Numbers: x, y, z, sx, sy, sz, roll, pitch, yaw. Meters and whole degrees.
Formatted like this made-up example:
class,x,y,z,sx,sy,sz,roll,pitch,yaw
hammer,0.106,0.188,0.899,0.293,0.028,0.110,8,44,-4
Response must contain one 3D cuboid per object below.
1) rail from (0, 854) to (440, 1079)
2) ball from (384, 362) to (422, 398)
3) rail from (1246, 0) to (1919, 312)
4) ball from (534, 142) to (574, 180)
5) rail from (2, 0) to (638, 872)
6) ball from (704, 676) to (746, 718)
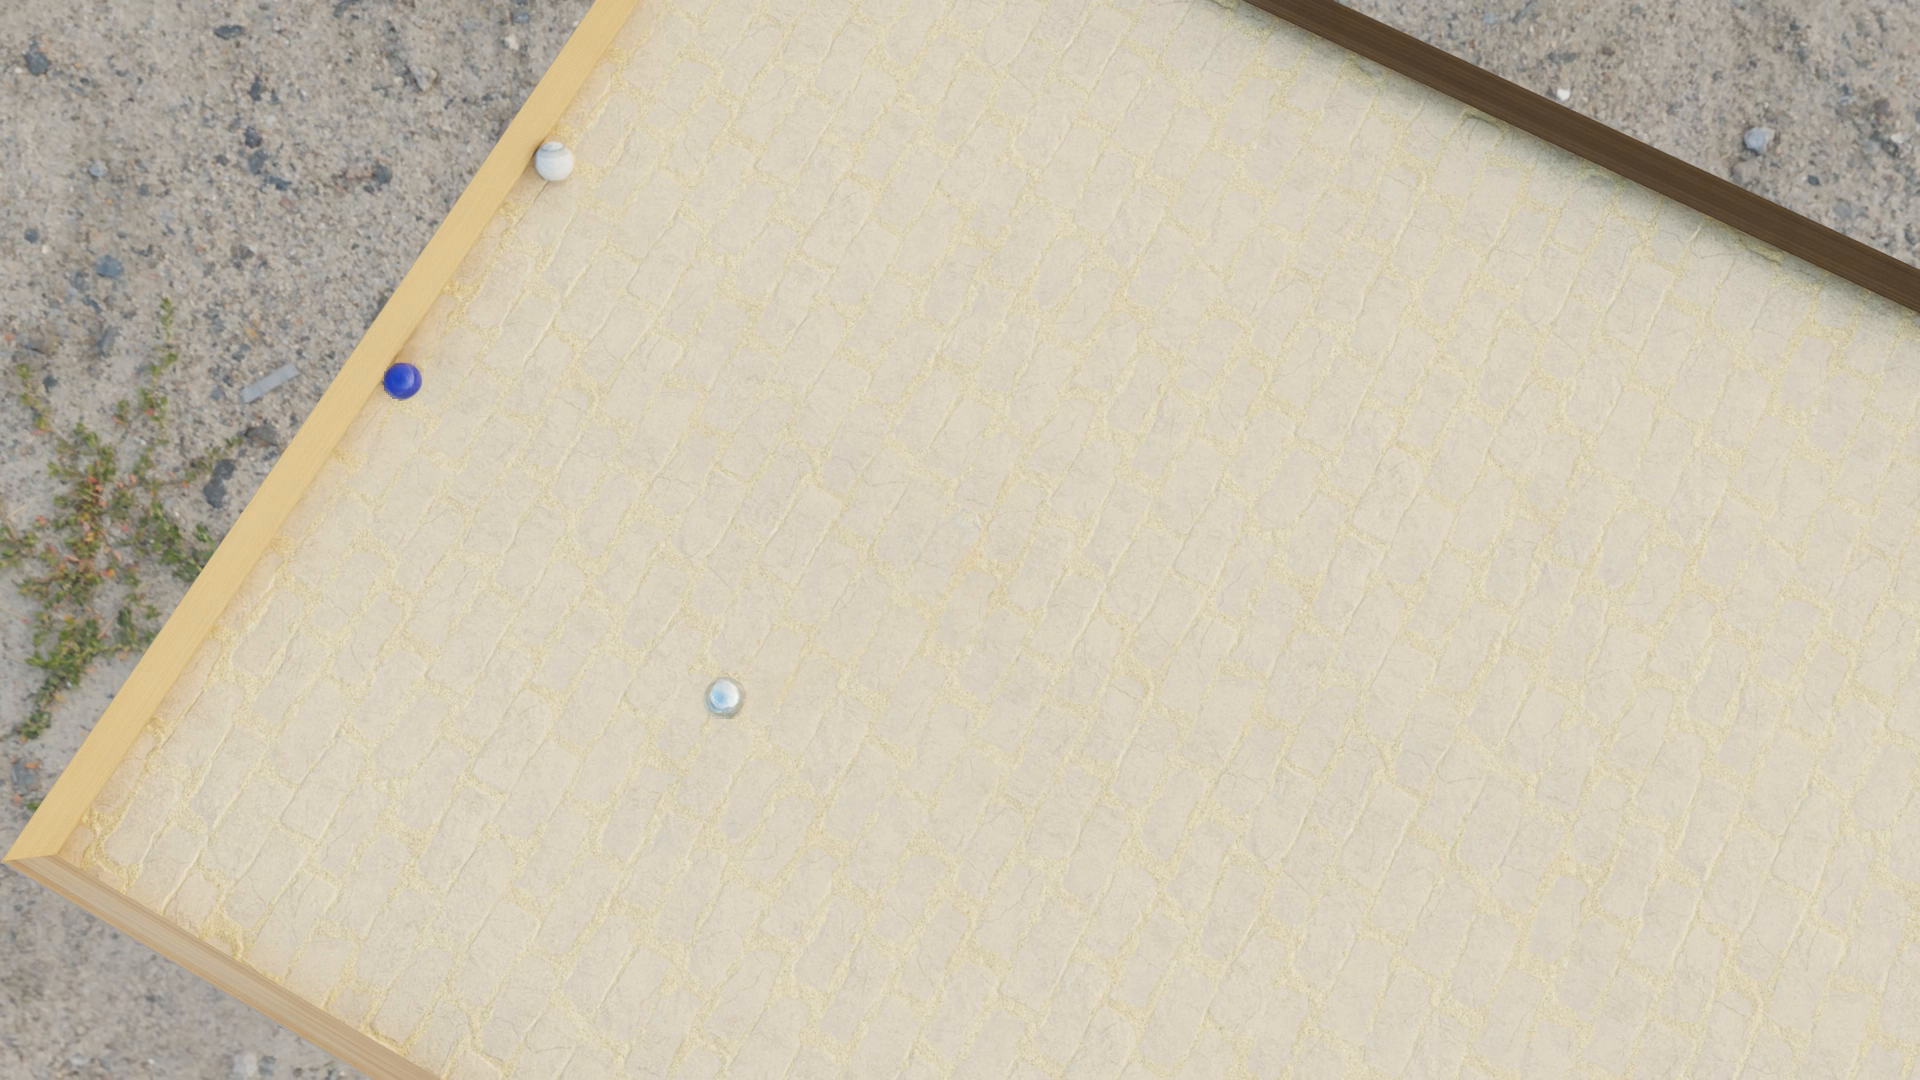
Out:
class,x,y,z,sx,sy,sz,roll,pitch,yaw
rail,0.338,1.353,2.947,3.931,0.084,0.045,27,73,9
ball,-0.888,-0.255,3.510,0.058,0.058,0.058,0,71,0
rail,1.388,-0.470,3.569,3.931,0.084,0.045,27,73,9
ball,-0.671,-0.626,3.634,0.064,0.064,0.064,0,71,0
rail,-0.842,-0.438,3.559,0.045,0.084,2.241,27,73,9
ball,-0.356,0.239,3.339,0.063,0.063,0.063,0,71,0
